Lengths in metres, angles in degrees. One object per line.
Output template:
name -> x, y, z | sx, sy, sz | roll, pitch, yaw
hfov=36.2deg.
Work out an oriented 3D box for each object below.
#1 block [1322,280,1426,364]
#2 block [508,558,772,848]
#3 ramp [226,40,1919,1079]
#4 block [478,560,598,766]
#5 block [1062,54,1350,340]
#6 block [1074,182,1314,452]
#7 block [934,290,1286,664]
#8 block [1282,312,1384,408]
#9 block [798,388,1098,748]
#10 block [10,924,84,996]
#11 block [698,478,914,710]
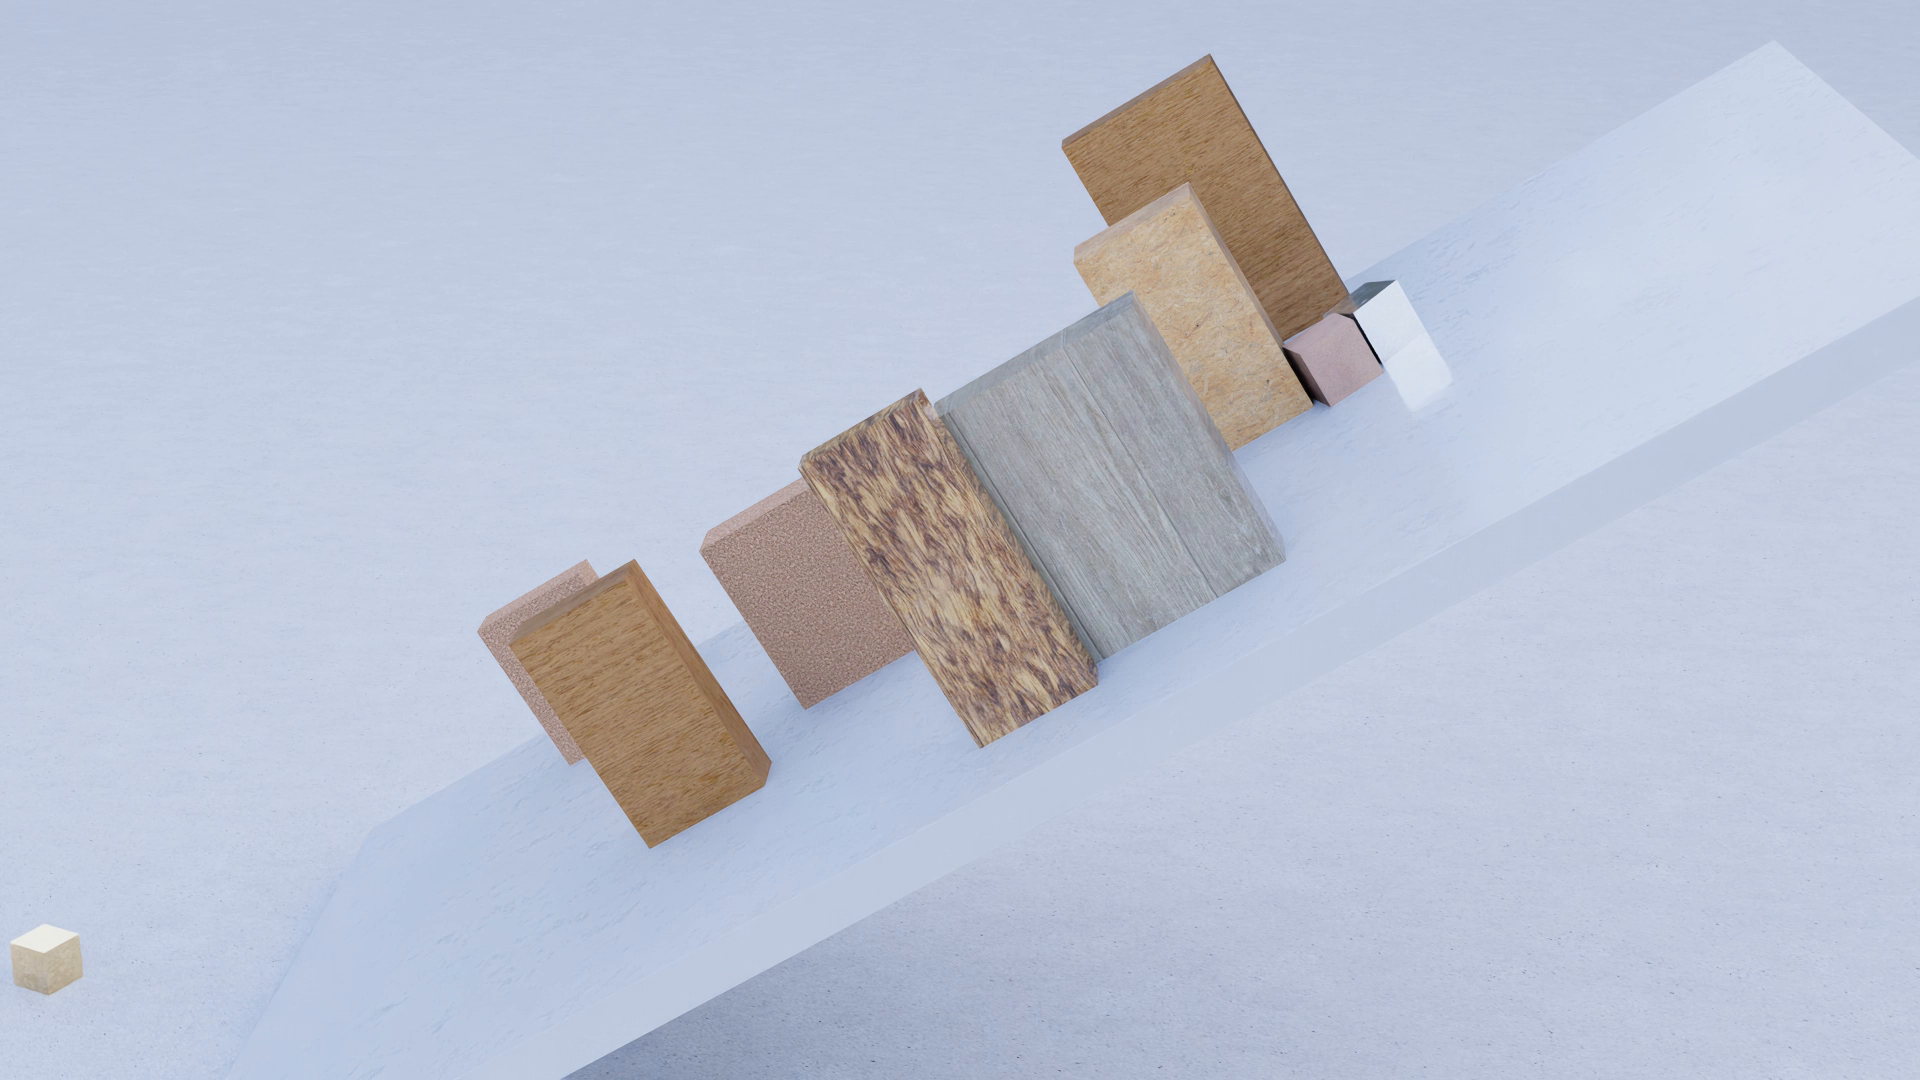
block -> 0.893, -0.469, 6.344 | 0.129, 0.129, 0.129 | -37, 15, -18
block -> -0.663, 0.343, 6.134 | 0.288, 0.530, 0.127 | -29, 15, 13
ramp -> 0.141, 0.169, 6.288 | 4.000, 0.100, 2.000 | -29, 15, 13
block -> -0.918, 0.295, 7.070 | 0.294, 0.401, 0.106 | -29, 15, 13
block -> 0.574, -0.740, 6.829 | 0.394, 0.658, 0.093 | -29, 15, 13
block -> 0.502, -0.459, 6.320 | 0.283, 0.532, 0.147 | -29, 15, 13
block -> 0.283, -0.112, 5.571 | 0.438, 0.572, 0.132 | -29, 15, 13
block -> 0.794, -0.384, 6.266 | 0.134, 0.134, 0.134 | -33, 15, -3
block -> -0.017, 0.057, 5.498 | 0.260, 0.646, 0.082 | -29, 15, 13
block -> -2.181, 1.002, 7.024 | 0.113, 0.113, 0.113 | 10, 22, 27
block -> -0.300, 0.094, 6.395 | 0.344, 0.426, 0.134 | -29, 15, 13
